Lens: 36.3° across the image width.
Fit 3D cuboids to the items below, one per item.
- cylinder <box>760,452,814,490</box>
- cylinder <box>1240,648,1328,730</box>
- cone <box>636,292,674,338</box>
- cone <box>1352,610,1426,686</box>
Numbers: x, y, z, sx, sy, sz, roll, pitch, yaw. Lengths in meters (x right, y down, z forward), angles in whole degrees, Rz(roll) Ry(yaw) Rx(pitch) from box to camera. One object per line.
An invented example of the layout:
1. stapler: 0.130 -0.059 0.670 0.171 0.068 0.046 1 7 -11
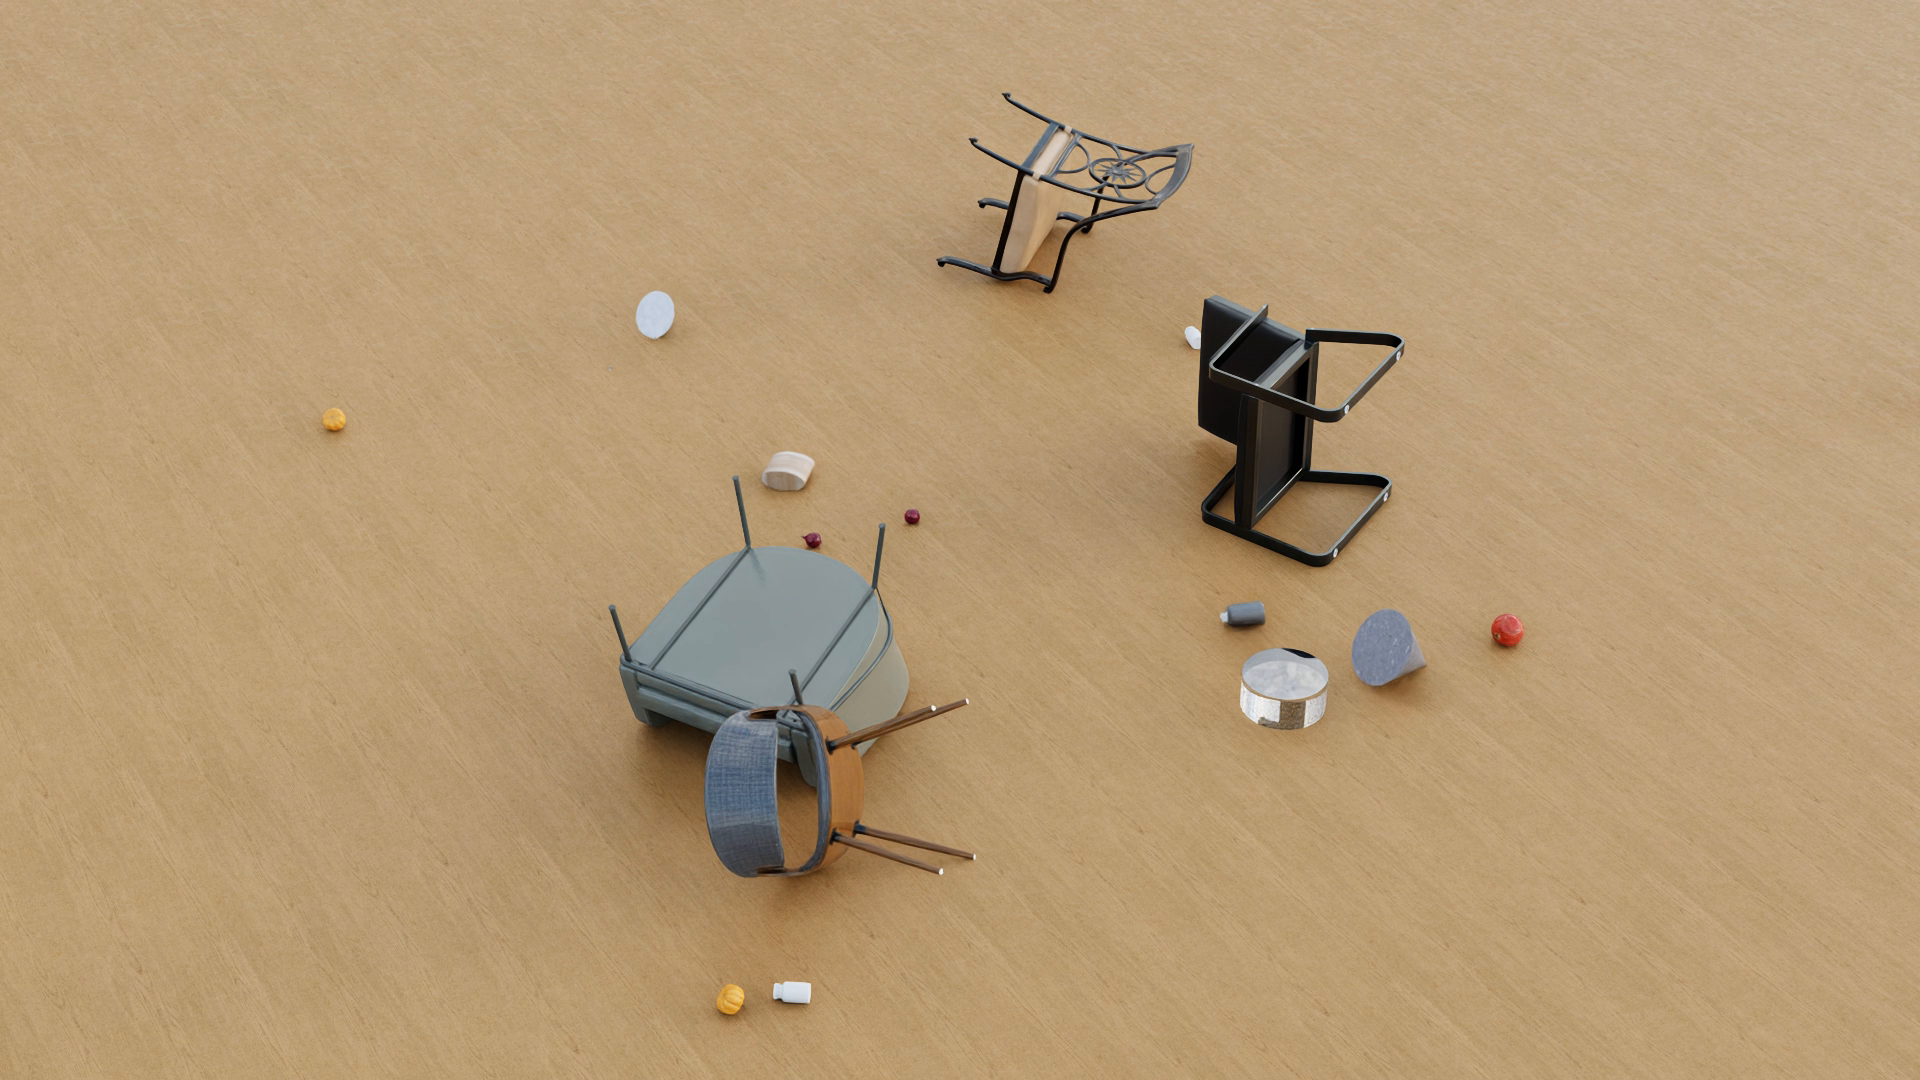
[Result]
1. cylinder: -0.662 -0.266 11.272 0.176 0.083 0.151 7 34 11
2. cylinder: 1.112 0.510 10.054 0.295 0.129 0.300 10 35 14
3. cone: -1.243 -0.927 12.283 0.193 0.117 0.208 -33 63 19
4. cone: 1.549 0.406 10.222 0.219 0.273 0.314 21 3 -31
